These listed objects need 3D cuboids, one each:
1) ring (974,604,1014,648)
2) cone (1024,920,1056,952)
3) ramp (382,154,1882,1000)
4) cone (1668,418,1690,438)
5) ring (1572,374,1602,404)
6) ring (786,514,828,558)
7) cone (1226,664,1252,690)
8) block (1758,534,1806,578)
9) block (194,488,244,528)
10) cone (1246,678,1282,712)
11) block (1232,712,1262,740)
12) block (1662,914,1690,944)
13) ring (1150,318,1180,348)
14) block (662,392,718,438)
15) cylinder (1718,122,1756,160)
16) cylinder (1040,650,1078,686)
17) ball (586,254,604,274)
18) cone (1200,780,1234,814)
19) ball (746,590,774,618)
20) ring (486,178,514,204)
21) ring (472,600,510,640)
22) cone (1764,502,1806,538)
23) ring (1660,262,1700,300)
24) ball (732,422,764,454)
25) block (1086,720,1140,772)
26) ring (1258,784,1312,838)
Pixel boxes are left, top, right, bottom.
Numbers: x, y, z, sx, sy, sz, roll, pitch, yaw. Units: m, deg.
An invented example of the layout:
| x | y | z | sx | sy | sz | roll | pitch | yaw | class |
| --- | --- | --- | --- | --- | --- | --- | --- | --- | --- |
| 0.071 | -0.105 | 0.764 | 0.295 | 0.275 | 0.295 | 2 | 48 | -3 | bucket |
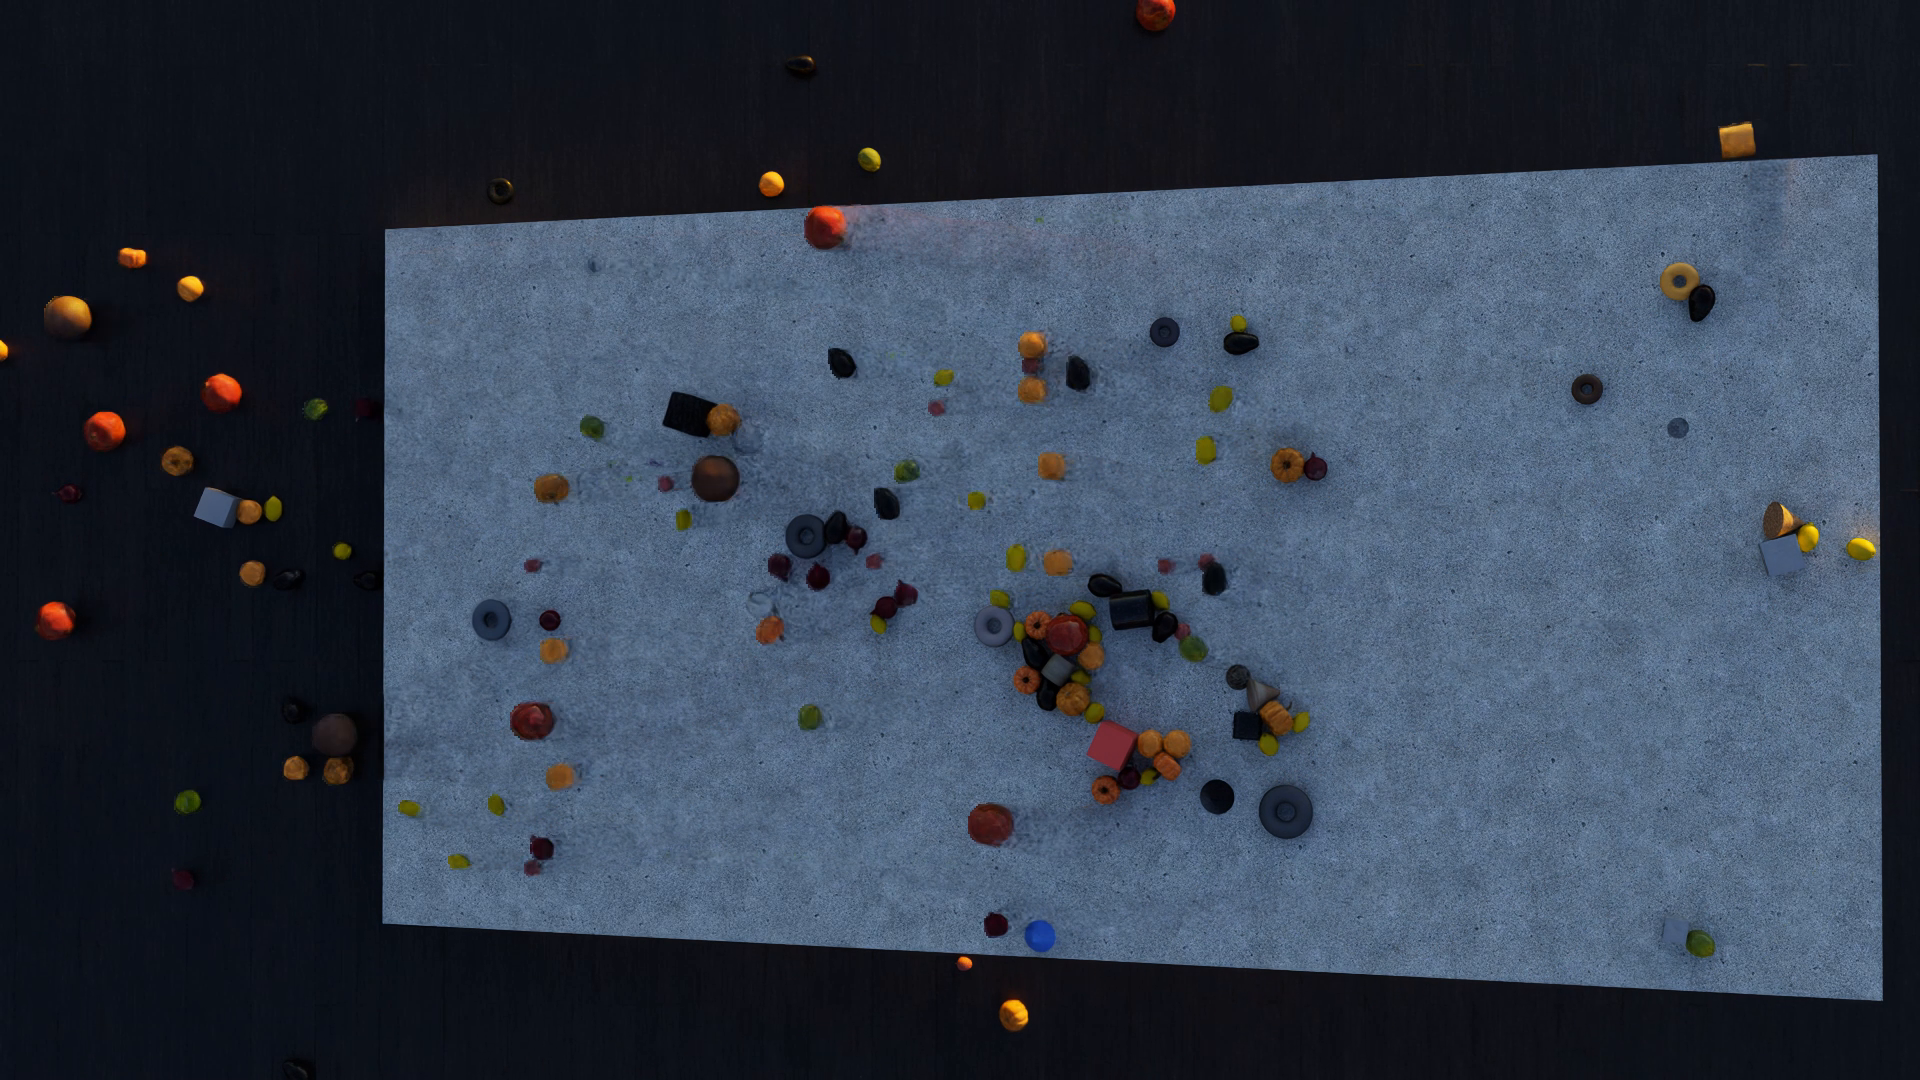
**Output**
| x | y | z | sx | sy | sz | roll | pitch | yaw | class |
| --- | --- | --- | --- | --- | --- | --- | --- | --- | --- |
| 0.090 | 0.227 | 5.794 | 0.112 | 0.037 | 0.112 | -1 | 88 | 18 | ring |
| 0.198 | 1.038 | 5.726 | 0.083 | 0.083 | 0.083 | 0 | 89 | 17 | cone |
| 0.271 | 0.095 | 5.814 | 4.000 | 0.100 | 2.000 | 0 | 89 | 17 | ramp |
| 1.734 | -0.272 | 5.306 | 0.050 | 0.050 | 0.050 | 0 | 89 | 17 | cone |
| 1.534 | -0.369 | 5.380 | 0.075 | 0.025 | 0.075 | -1 | 85 | 18 | ring |
| -0.414 | -0.010 | 5.947 | 0.122 | 0.041 | 0.122 | -1 | 88 | 17 | ring |
| 0.703 | 0.351 | 5.596 | 0.065 | 0.065 | 0.065 | 0 | 89 | 17 | cone |
| 1.950 | 0.037 | 5.220 | 0.083 | 0.083 | 0.083 | -17 | 85 | 16 | block |
| -2.153 | -0.093 | 6.390 | 0.090 | 0.090 | 0.090 | 22 | 89 | 0 | block |
| 0.783 | 0.390 | 5.585 | 0.087 | 0.087 | 0.087 | -6 | 89 | -10 | cone |
| 0.731 | 0.473 | 5.587 | 0.063 | 0.063 | 0.063 | 4 | 90 | 17 | block |
| 1.721 | 0.937 | 5.290 | 0.055 | 0.055 | 0.055 | 9 | 92 | 16 | block |
| 0.529 | -0.537 | 5.681 | 0.078 | 0.026 | 0.078 | 0 | 90 | 15 | ring |
| -0.738 | -0.343 | 6.018 | 0.097 | 0.097 | 0.097 | 19 | 95 | 16 | block |
| 1.948 | -0.998 | 5.513 | 0.079 | 0.079 | 0.079 | -9 | 89 | 19 | cylinder |
| 0.258 | 0.334 | 5.727 | 0.069 | 0.069 | 0.069 | 36 | 99 | 0 | cylinder |
| -1.019 | -0.770 | 6.132 | 0.050 | 0.050 | 0.050 | 0 | 89 | 0 | ball |
| 0.647 | 0.658 | 5.595 | 0.089 | 0.089 | 0.089 | 0 | 89 | 17 | cone |
| -0.544 | 0.175 | 5.964 | 0.075 | 0.075 | 0.075 | 0 | 89 | 0 | ball |
| -1.345 | -1.020 | 6.436 | 0.079 | 0.026 | 0.079 | 0 | 90 | 0 | ring |
| -1.324 | 0.227 | 6.214 | 0.118 | 0.039 | 0.118 | 0 | 90 | 16 | ring |
| 1.977 | -0.042 | 5.235 | 0.089 | 0.089 | 0.089 | 6 | 89 | -10 | cone |
| 1.741 | -0.625 | 5.319 | 0.092 | 0.031 | 0.092 | 1 | 93 | 16 | ring |
| -0.575 | -0.276 | 5.974 | 0.086 | 0.086 | 0.086 | 0 | 89 | 0 | ball |
| 0.397 | 0.529 | 5.669 | 0.094 | 0.094 | 0.094 | 26 | 96 | 15 | block |
| 0.825 | 0.688 | 5.565 | 0.137 | 0.046 | 0.137 | 0 | 91 | 17 | ring |
